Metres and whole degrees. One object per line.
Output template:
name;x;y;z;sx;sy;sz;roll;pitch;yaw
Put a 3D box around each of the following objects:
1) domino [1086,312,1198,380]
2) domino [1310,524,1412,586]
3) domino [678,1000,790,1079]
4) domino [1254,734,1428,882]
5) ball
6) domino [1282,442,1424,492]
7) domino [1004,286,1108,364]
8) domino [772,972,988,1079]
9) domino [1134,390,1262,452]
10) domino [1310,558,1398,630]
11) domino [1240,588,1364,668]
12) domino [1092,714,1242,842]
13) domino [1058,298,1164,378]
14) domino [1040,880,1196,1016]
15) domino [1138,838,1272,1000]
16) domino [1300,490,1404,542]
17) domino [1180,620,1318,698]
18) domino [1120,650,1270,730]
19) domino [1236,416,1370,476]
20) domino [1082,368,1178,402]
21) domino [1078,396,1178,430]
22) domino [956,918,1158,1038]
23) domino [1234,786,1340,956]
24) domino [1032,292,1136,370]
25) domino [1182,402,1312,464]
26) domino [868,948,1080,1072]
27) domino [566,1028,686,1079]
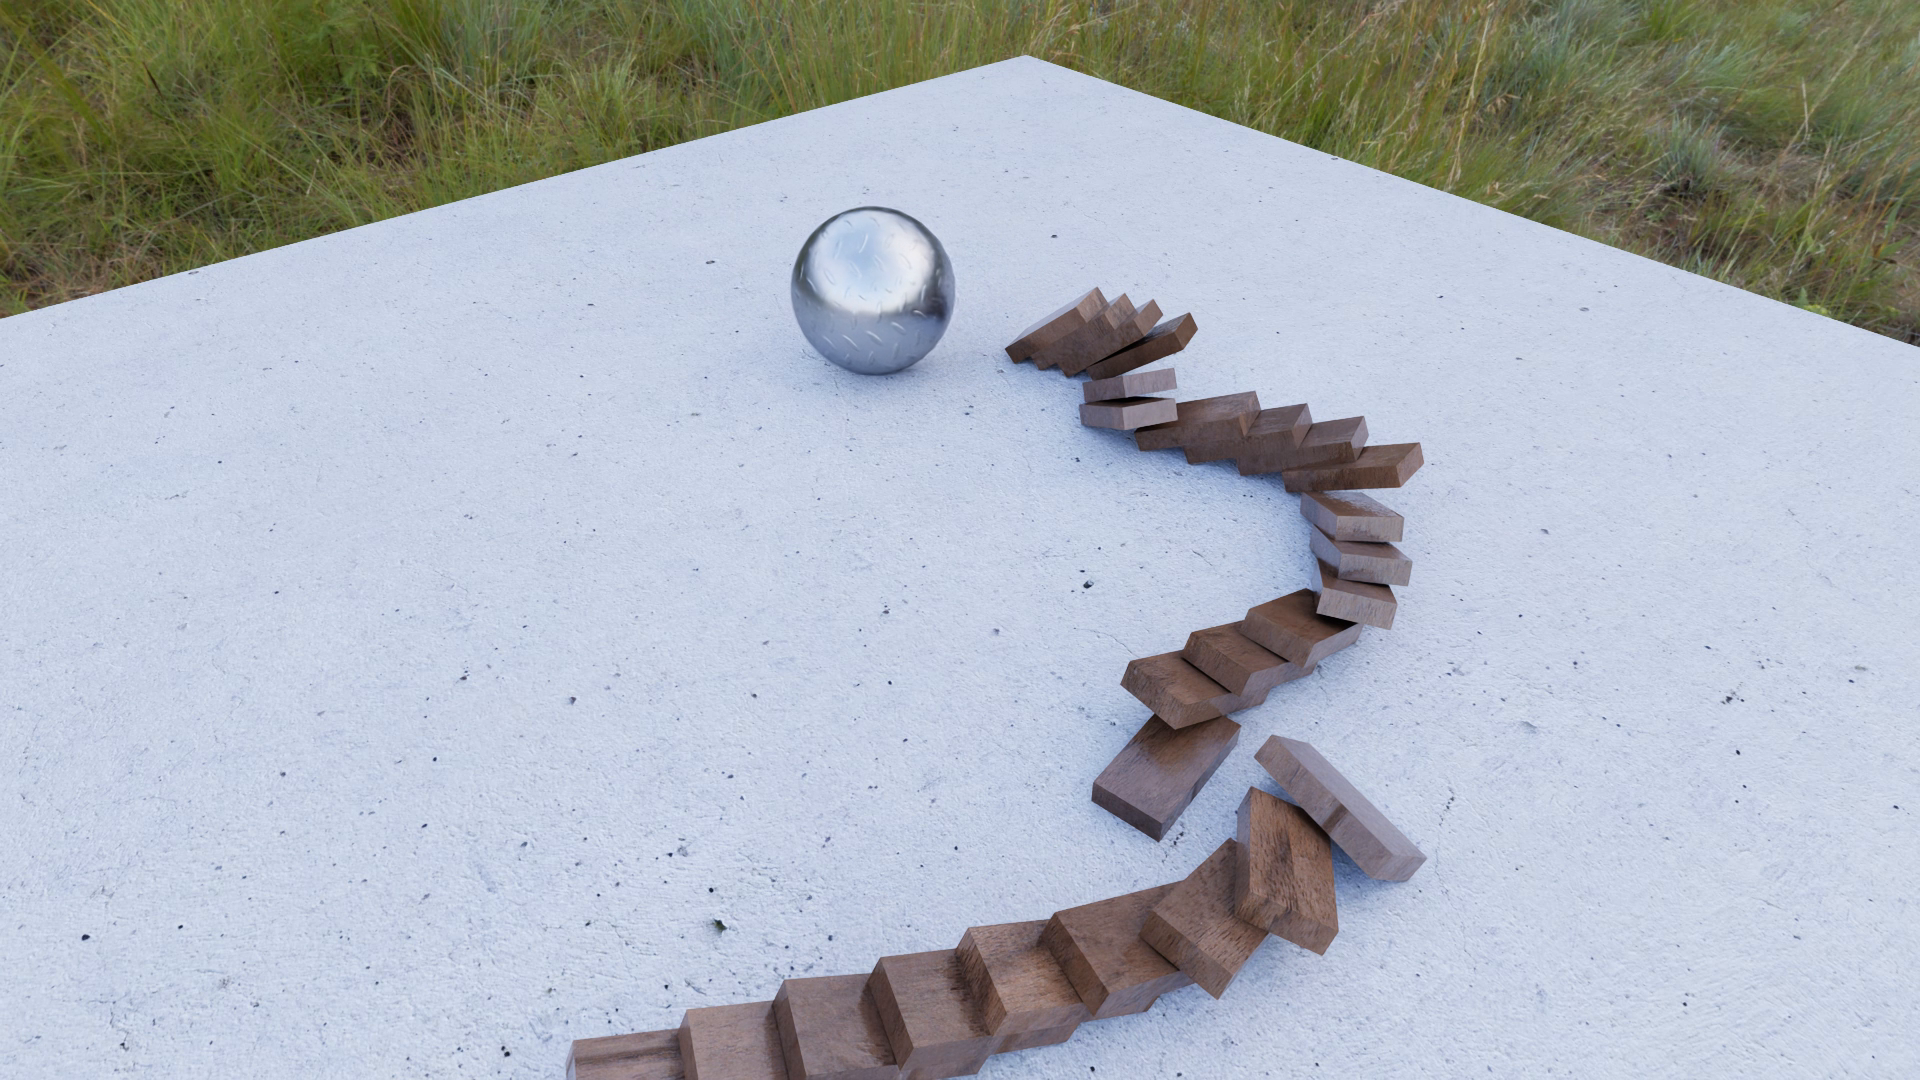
domino;0.088;-0.093;0.534;0.050;0.009;0.025;-18;22;38
domino;0.152;0.005;0.420;0.025;0.009;0.050;7;14;4
domino;-0.042;0.128;0.273;0.050;0.010;0.025;7;34;-29
domino;0.115;0.081;0.334;0.025;0.010;0.050;19;21;-43
ball;-0.042;-0.121;0.536;0.080;0.080;0.080;0;39;0
domino;0.164;-0.030;0.462;0.050;0.009;0.025;-1;25;46
domino;0.048;-0.107;0.550;0.050;0.009;0.025;-23;18;45
domino;-0.020;0.123;0.278;0.050;0.010;0.025;8;33;-29
domino;0.106;-0.053;0.492;0.050;0.009;0.025;-5;31;38
domino;0.143;0.019;0.403;0.025;0.009;0.050;13;14;13
domino;0.123;0.030;0.391;0.025;0.010;0.050;31;25;32
domino;0.067;0.072;0.356;0.025;0.009;0.050;27;47;29
domino;0.073;-0.099;0.540;0.050;0.010;0.025;-23;18;44
domino;0.049;0.108;0.295;0.050;0.010;0.025;1;35;-37
domino;0.073;0.102;0.302;0.025;0.010;0.050;34;29;27
domino;0.155;-0.010;0.439;0.025;0.010;0.050;1;13;2
domino;0.102;0.039;0.380;0.050;0.010;0.025;-5;33;-45
domino;0.080;0.048;0.370;0.050;0.009;0.025;-5;32;-42
domino;0.147;-0.040;0.475;0.050;0.010;0.025;-6;27;37
domino;0.078;-0.072;0.511;0.025;0.009;0.050;-11;7;-13
domino;0.075;-0.058;0.496;0.025;0.010;0.050;-12;11;-14
domino;0.026;0.113;0.290;0.050;0.009;0.025;6;33;-31
domino;0.093;0.093;0.314;0.025;0.009;0.050;23;25;5
domino;0.060;-0.103;0.545;0.050;0.010;0.025;-23;18;45
domino;0.126;-0.047;0.483;0.050;0.010;0.025;-5;30;37
domino;0.004;0.119;0.283;0.050;0.009;0.025;6;33;-31
domino;-0.068;0.132;0.266;0.050;0.010;0.025;7;34;-29
